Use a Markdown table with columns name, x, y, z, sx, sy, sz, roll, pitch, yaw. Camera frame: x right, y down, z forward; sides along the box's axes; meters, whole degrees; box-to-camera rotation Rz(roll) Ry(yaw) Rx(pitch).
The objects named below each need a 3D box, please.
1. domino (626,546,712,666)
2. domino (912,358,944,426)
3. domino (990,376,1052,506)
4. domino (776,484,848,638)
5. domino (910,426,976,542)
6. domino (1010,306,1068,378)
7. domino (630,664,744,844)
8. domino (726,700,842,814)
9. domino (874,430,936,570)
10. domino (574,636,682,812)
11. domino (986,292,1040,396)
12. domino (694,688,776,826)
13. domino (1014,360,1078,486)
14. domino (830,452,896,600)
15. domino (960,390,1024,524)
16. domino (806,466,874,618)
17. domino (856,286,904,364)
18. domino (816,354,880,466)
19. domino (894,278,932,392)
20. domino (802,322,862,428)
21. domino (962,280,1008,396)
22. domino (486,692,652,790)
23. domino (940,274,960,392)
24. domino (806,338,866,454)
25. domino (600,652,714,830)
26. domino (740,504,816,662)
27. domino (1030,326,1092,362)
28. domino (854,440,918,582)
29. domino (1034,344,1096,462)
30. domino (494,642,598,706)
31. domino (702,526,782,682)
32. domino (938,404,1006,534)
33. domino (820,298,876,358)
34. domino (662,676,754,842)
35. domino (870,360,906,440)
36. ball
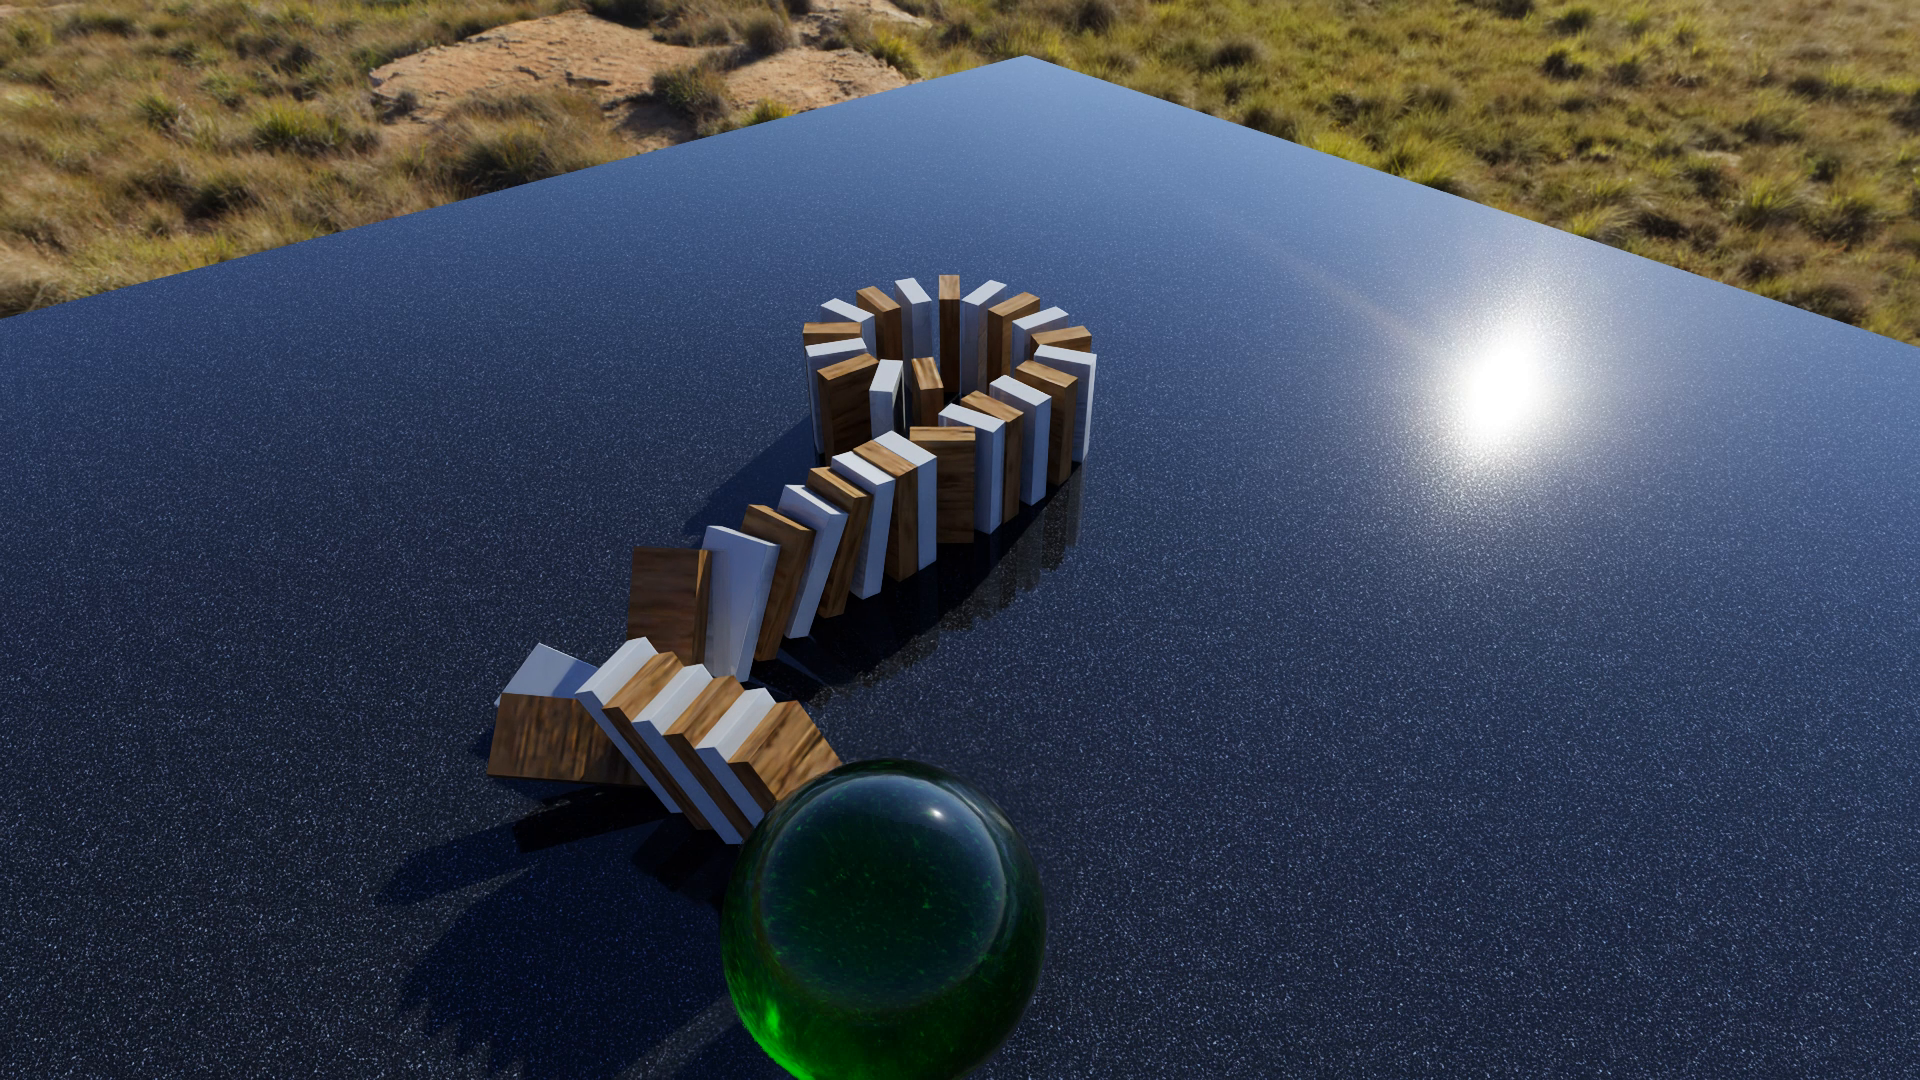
| name | x | y | z | sx | sy | sz | roll | pitch | yaw |
| --- | --- | --- | --- | --- | --- | --- | --- | --- | --- |
| domino | -0.101 | 0.028 | 0.381 | 0.025 | 0.050 | 0.010 | 2 | -4 | 14 |
| domino | -0.014 | -0.050 | 0.473 | 0.009 | 0.050 | 0.025 | -7 | 40 | -8 |
| domino | 0.024 | -0.041 | 0.462 | 0.025 | 0.050 | 0.010 | 31 | 48 | 32 |
| domino | -0.060 | 0.008 | 0.403 | 0.025 | 0.050 | 0.010 | 31 | 19 | 32 |
| domino | -0.007 | -0.021 | 0.437 | 0.025 | 0.050 | 0.009 | 0 | 39 | -1 |
| domino | 0.036 | -0.080 | 0.510 | 0.025 | 0.050 | 0.009 | -24 | 45 | -26 |
| domino | -0.075 | 0.065 | 0.334 | 0.009 | 0.050 | 0.025 | -13 | 27 | 39 |
| domino | -0.044 | 0.075 | 0.323 | 0.010 | 0.050 | 0.025 | -13 | 27 | 39 |
| domino | -0.021 | -0.015 | 0.430 | 0.025 | 0.050 | 0.010 | 32 | 48 | 33 |
| domino | -0.094 | 0.058 | 0.343 | 0.009 | 0.050 | 0.025 | -14 | 27 | 39 |
| domino | 0.025 | -0.089 | 0.520 | 0.025 | 0.050 | 0.010 | -32 | 49 | -33 |
| domino | -0.054 | 0.071 | 0.326 | 0.010 | 0.050 | 0.025 | -13 | 27 | 39 |
| domino | 0.036 | -0.050 | 0.472 | 0.025 | 0.050 | 0.010 | 26 | 46 | 28 |
| domino | -0.039 | -0.005 | 0.417 | 0.025 | 0.050 | 0.009 | 32 | 37 | 33 |
| domino | 0.012 | -0.034 | 0.453 | 0.025 | 0.050 | 0.010 | 30 | 47 | 31 |
| domino | -0.050 | 0.001 | 0.410 | 0.025 | 0.050 | 0.009 | 32 | 27 | 33 |
| domino | -0.038 | -0.092 | 0.524 | 0.009 | 0.050 | 0.025 | -22 | 44 | -25 |
| domino | -0.047 | -0.054 | 0.477 | 0.025 | 0.050 | 0.010 | -24 | 45 | -27 |
| domino | -0.022 | -0.097 | 0.530 | 0.010 | 0.050 | 0.025 | -14 | 41 | -16 |
| domino | -0.057 | -0.075 | 0.503 | 0.025 | 0.050 | 0.010 | 0 | 39 | 0 |
| domino | 0.011 | -0.096 | 0.529 | 0.010 | 0.050 | 0.025 | 23 | 45 | 25 |
| domino | -0.120 | 0.064 | 0.347 | 0.050 | 0.009 | 0.025 | 8 | 70 | -14 |
| domino | -0.005 | -0.100 | 0.533 | 0.010 | 0.050 | 0.025 | 0 | 39 | 0 |
| domino | -0.053 | -0.064 | 0.489 | 0.025 | 0.050 | 0.009 | -11 | 41 | -13 |
| domino | -0.085 | 0.062 | 0.338 | 0.010 | 0.050 | 0.025 | -13 | 27 | 39 |
| domino | -0.071 | 0.015 | 0.396 | 0.025 | 0.050 | 0.010 | 24 | 11 | 26 |
| domino | 0.044 | -0.071 | 0.498 | 0.025 | 0.050 | 0.009 | -12 | 41 | -15 |
| domino | -0.029 | -0.011 | 0.424 | 0.025 | 0.050 | 0.009 | 32 | 47 | 33 |
| domino | 0.045 | -0.060 | 0.484 | 0.025 | 0.050 | 0.010 | 13 | 41 | 15 |
| domino | -0.128 | 0.055 | 0.370 | 0.050 | 0.010 | 0.025 | 18 | 61 | 20 |
| domino | -0.082 | 0.022 | 0.387 | 0.025 | 0.050 | 0.009 | 16 | 5 | 19 |
| domino | 0.004 | -0.028 | 0.446 | 0.025 | 0.050 | 0.010 | 21 | 43 | 24 |
| domino | -0.051 | -0.085 | 0.515 | 0.025 | 0.050 | 0.009 | 28 | 47 | 30 |
| domino | -0.064 | 0.068 | 0.330 | 0.010 | 0.050 | 0.025 | -13 | 27 | 39 |
| domino | -0.031 | -0.049 | 0.471 | 0.010 | 0.050 | 0.025 | 5 | 40 | 6 |
| ball | -0.019 | 0.095 | 0.272 | 0.080 | 0.080 | 0.080 | 0 | 39 | 0 |
